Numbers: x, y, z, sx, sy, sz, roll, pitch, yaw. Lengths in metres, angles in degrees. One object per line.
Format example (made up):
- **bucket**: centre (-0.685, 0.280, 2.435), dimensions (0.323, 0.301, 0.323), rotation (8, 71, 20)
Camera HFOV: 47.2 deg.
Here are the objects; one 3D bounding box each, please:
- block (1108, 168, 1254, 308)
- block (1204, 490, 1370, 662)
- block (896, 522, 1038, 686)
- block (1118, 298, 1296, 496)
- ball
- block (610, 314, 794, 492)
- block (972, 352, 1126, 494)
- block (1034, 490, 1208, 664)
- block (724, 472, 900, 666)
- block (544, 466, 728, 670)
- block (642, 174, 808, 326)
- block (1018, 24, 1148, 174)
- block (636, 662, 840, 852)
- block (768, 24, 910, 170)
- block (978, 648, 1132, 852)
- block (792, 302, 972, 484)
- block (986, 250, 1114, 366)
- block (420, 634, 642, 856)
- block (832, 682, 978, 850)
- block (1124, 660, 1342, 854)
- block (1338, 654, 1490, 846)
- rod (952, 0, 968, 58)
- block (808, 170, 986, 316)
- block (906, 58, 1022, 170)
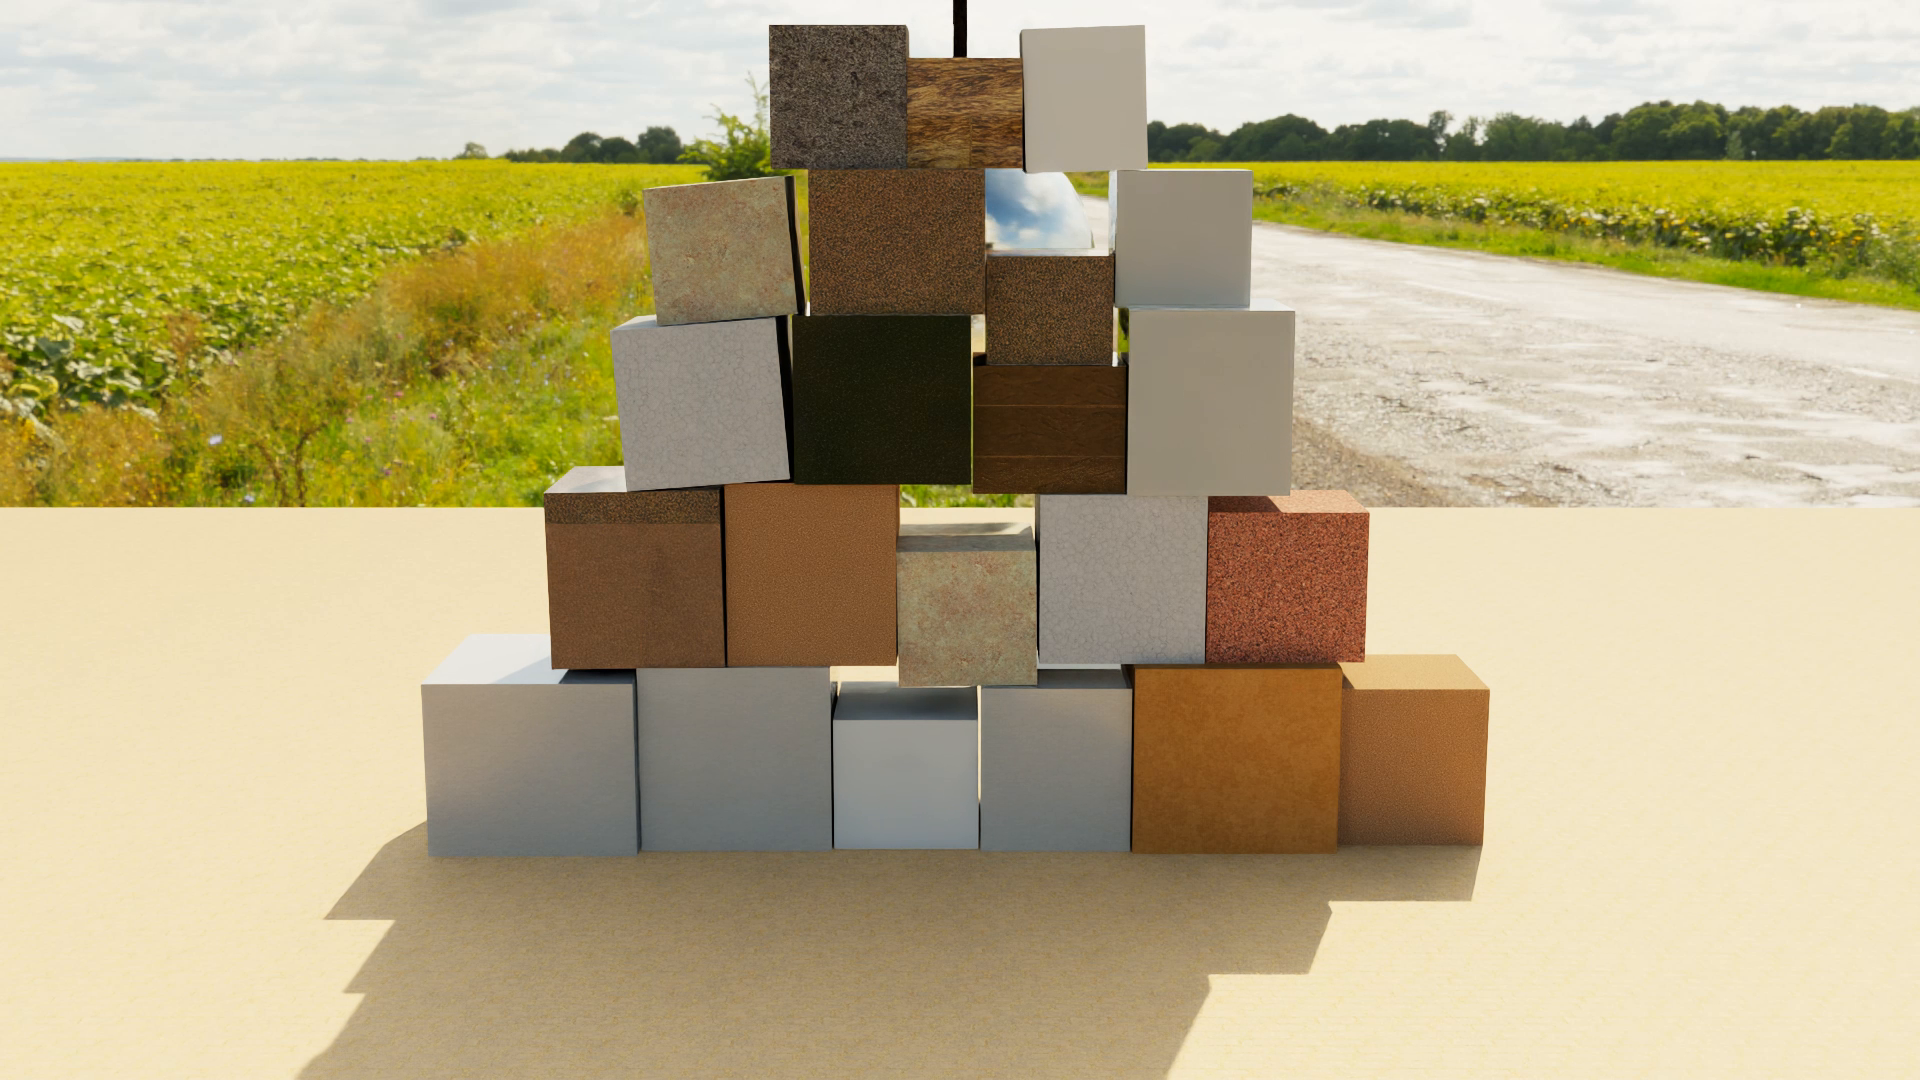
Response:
- **block**: centre (1.084, -1.504, 10.920), dimensions (0.659, 0.661, 0.545), rotation (0, 10, 0)
- **block**: centre (1.616, 0.174, 11.203), dimensions (0.789, 0.755, 0.706), rotation (0, 10, 0)
- **block**: centre (0.034, 0.318, 11.253), dimensions (0.688, 0.679, 0.814), rotation (-1, 10, 0)
- **block**: centre (1.213, -0.732, 11.039), dimensions (0.795, 0.901, 0.825), rotation (0, 10, 0)
- **ball**: centre (0.000, -1.643, 12.990), dimensions (1.600, 1.600, 1.600), rotation (0, 10, 0)
- **block**: centre (-1.253, -0.729, 11.048), dimensions (0.796, 0.781, 0.898), rotation (-4, 10, 1)
- **block**: centre (0.435, -0.599, 11.074), dimensions (0.742, 0.627, 0.717), rotation (0, 10, 0)
- **block**: centre (0.803, 0.124, 11.220), dimensions (0.819, 0.848, 0.816), rotation (0, 10, 0)
- **block**: centre (-0.731, 0.100, 11.198), dimensions (0.834, 0.916, 0.828), rotation (0, 10, 0)
- **block**: centre (-1.591, 0.120, 11.183), dimensions (0.852, 0.880, 0.879), rotation (-1, 10, 0)
- **block**: centre (-1.152, -1.448, 10.915), dimensions (0.681, 0.654, 0.717), rotation (-5, 10, 1)
- **block**: centre (0.600, -2.159, 10.803), dimensions (0.587, 0.680, 0.554), rotation (-2, 10, 0)
- **block**: centre (-1.118, 1.015, 11.353), dimensions (0.954, 0.941, 0.881), rotation (0, 10, 0)
- **block**: centre (-0.579, -2.164, 10.783), dimensions (0.650, 0.674, 0.690), rotation (0, 10, 0)
- **block**: centre (0.476, 1.065, 11.372), dimensions (0.748, 0.836, 0.906), rotation (0, 10, 0)
- **block**: centre (-0.375, -0.751, 11.033), dimensions (0.858, 0.816, 0.905), rotation (0, 10, 0)
- **block**: centre (0.437, -1.166, 10.959), dimensions (0.615, 0.529, 0.595), rotation (0, 10, 0)
- **block**: centre (-2.122, 1.039, 11.387), dimensions (1.034, 0.881, 1.110), rotation (0, 10, 0)
- **block**: centre (-0.269, 1.151, 11.371), dimensions (0.723, 0.667, 0.803), rotation (0, 10, 0)
- **block**: centre (1.369, 1.011, 11.359), dimensions (1.017, 0.947, 0.987), rotation (0, 10, 0)
- **block**: centre (2.263, 1.074, 11.391), dimensions (0.751, 0.811, 0.758), rotation (0, 10, 0)
- **rod**: centre (0.000, -4.571, 11.263), dimensions (0.080, 5.200, 0.080), rotation (0, 31, 0)
- **block**: centre (-0.301, -1.493, 10.905), dimensions (0.843, 0.690, 0.816), rotation (0, 10, 0)
- **block**: centre (0.023, -2.088, 10.787), dimensions (0.553, 0.524, 0.549), rotation (0, 10, 0)
